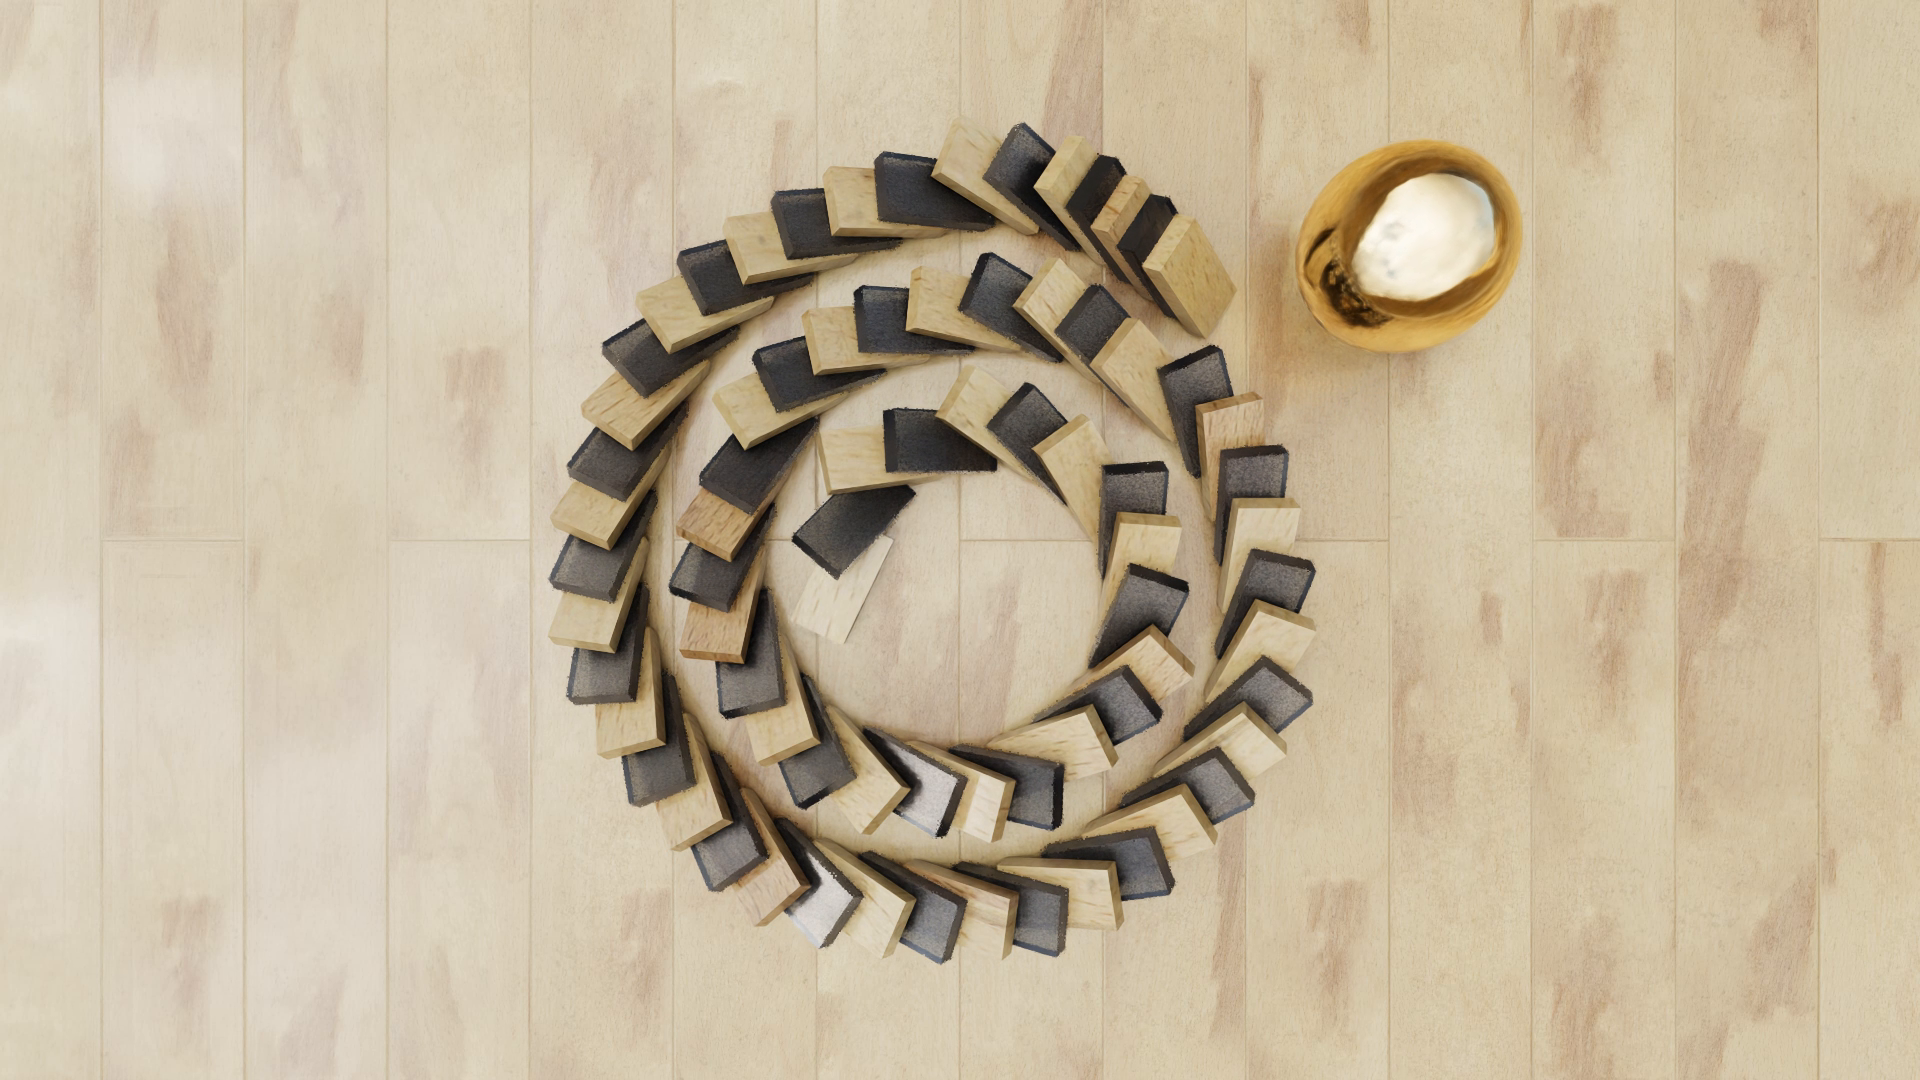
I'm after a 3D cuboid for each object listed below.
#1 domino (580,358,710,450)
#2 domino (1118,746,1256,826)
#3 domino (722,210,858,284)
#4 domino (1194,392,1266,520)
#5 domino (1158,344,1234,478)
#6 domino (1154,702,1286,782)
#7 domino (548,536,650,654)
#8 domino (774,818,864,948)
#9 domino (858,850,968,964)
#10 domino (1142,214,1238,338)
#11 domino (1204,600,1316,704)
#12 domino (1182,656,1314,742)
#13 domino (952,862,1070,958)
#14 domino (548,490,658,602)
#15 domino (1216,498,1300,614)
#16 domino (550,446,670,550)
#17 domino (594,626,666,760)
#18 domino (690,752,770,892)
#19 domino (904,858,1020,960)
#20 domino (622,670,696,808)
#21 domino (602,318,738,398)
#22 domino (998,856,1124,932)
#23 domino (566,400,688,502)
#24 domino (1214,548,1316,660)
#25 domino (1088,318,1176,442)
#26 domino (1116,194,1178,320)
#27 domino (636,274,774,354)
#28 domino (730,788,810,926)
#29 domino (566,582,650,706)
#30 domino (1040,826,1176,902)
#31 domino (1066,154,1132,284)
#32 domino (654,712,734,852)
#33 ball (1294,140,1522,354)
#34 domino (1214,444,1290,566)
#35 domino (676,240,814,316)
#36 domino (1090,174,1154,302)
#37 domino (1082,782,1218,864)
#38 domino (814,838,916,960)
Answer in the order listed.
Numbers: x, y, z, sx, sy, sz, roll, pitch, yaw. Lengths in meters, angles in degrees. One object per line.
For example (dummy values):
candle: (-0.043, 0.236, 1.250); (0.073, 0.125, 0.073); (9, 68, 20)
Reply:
domino: (-0.131, -0.063, 0.384); (0.025, 0.009, 0.050); (35, 62, 0)
domino: (0.095, 0.109, 0.384); (0.050, 0.009, 0.025); (-38, 90, 28)
domino: (-0.071, -0.125, 0.384); (0.050, 0.009, 0.025); (-21, 90, -28)
domino: (0.114, -0.035, 0.384); (0.025, 0.009, 0.050); (-14, 119, 0)
domino: (0.102, -0.053, 0.384); (0.025, 0.009, 0.050); (-25, 119, 0)
domino: (0.108, 0.092, 0.384); (0.025, 0.009, 0.050); (44, 118, 0)
domino: (-0.150, 0.021, 0.384); (0.025, 0.010, 0.050); (8, 62, 0)
domino: (-0.066, 0.143, 0.384); (0.050, 0.010, 0.025); (34, 90, 29)
domino: (-0.023, 0.153, 0.384); (0.050, 0.009, 0.025); (16, 90, 28)
domino: (0.096, -0.108, 0.378); (0.010, 0.050, 0.025); (33, 90, 42)
domino: (0.125, 0.051, 0.384); (0.025, 0.009, 0.050); (20, 120, 0)
domino: (0.120, 0.074, 0.384); (0.025, 0.010, 0.050); (38, 119, 0)
domino: (0.020, 0.154, 0.384); (0.050, 0.010, 0.025); (4, 90, 28)
domino: (-0.149, -0.001, 0.384); (0.025, 0.010, 0.050); (14, 62, 0)
domino: (0.124, 0.007, 0.384); (0.025, 0.009, 0.050); (0, 118, 0)
domino: (-0.146, -0.023, 0.384); (0.025, 0.009, 0.050); (23, 62, 0)
domino: (-0.139, 0.064, 0.384); (0.025, 0.010, 0.050); (-15, 61, 0)
domino: (-0.102, 0.118, 0.384); (0.025, 0.010, 0.050); (-35, 62, 0)
domino: (-0.001, 0.154, 0.384); (0.050, 0.010, 0.025); (8, 90, 28)
domino: (-0.129, 0.083, 0.384); (0.025, 0.009, 0.050); (-22, 62, 0)
domino: (-0.121, -0.084, 0.384); (0.025, 0.009, 0.050); (47, 61, 0)
domino: (0.042, 0.148, 0.384); (0.050, 0.009, 0.025); (-9, 90, 29)
domino: (-0.139, -0.043, 0.384); (0.025, 0.010, 0.050); (25, 62, 0)
domino: (0.127, 0.030, 0.384); (0.025, 0.010, 0.050); (12, 118, 0)
domino: (0.080, -0.067, 0.384); (0.050, 0.010, 0.025); (38, 90, -29)
domino: (0.085, -0.116, 0.378); (0.009, 0.050, 0.025); (33, 90, 42)
domino: (-0.106, -0.100, 0.384); (0.050, 0.009, 0.025); (-34, 90, -28)
domino: (-0.086, 0.132, 0.384); (0.025, 0.010, 0.050); (-42, 62, 0)
domino: (-0.147, 0.043, 0.384); (0.025, 0.009, 0.050); (-3, 61, 0)
domino: (0.061, 0.138, 0.384); (0.050, 0.010, 0.025); (-21, 90, 29)
domino: (0.065, -0.131, 0.378); (0.010, 0.050, 0.025); (34, 90, 42)
domino: (-0.116, 0.101, 0.384); (0.025, 0.009, 0.050); (-30, 62, 0)
ball: (0.174, -0.114, 0.360); (0.080, 0.080, 0.080); (0, 90, 0)
domino: (0.121, -0.014, 0.384); (0.025, 0.009, 0.050); (-5, 119, 0)
domino: (-0.089, -0.114, 0.384); (0.050, 0.010, 0.025); (-27, 90, -28)
domino: (0.075, -0.123, 0.378); (0.009, 0.050, 0.025); (34, 91, 42)
domino: (0.079, 0.123, 0.384); (0.050, 0.010, 0.025); (-33, 90, 28)
domino: (-0.045, 0.149, 0.384); (0.050, 0.010, 0.025); (23, 90, 28)
